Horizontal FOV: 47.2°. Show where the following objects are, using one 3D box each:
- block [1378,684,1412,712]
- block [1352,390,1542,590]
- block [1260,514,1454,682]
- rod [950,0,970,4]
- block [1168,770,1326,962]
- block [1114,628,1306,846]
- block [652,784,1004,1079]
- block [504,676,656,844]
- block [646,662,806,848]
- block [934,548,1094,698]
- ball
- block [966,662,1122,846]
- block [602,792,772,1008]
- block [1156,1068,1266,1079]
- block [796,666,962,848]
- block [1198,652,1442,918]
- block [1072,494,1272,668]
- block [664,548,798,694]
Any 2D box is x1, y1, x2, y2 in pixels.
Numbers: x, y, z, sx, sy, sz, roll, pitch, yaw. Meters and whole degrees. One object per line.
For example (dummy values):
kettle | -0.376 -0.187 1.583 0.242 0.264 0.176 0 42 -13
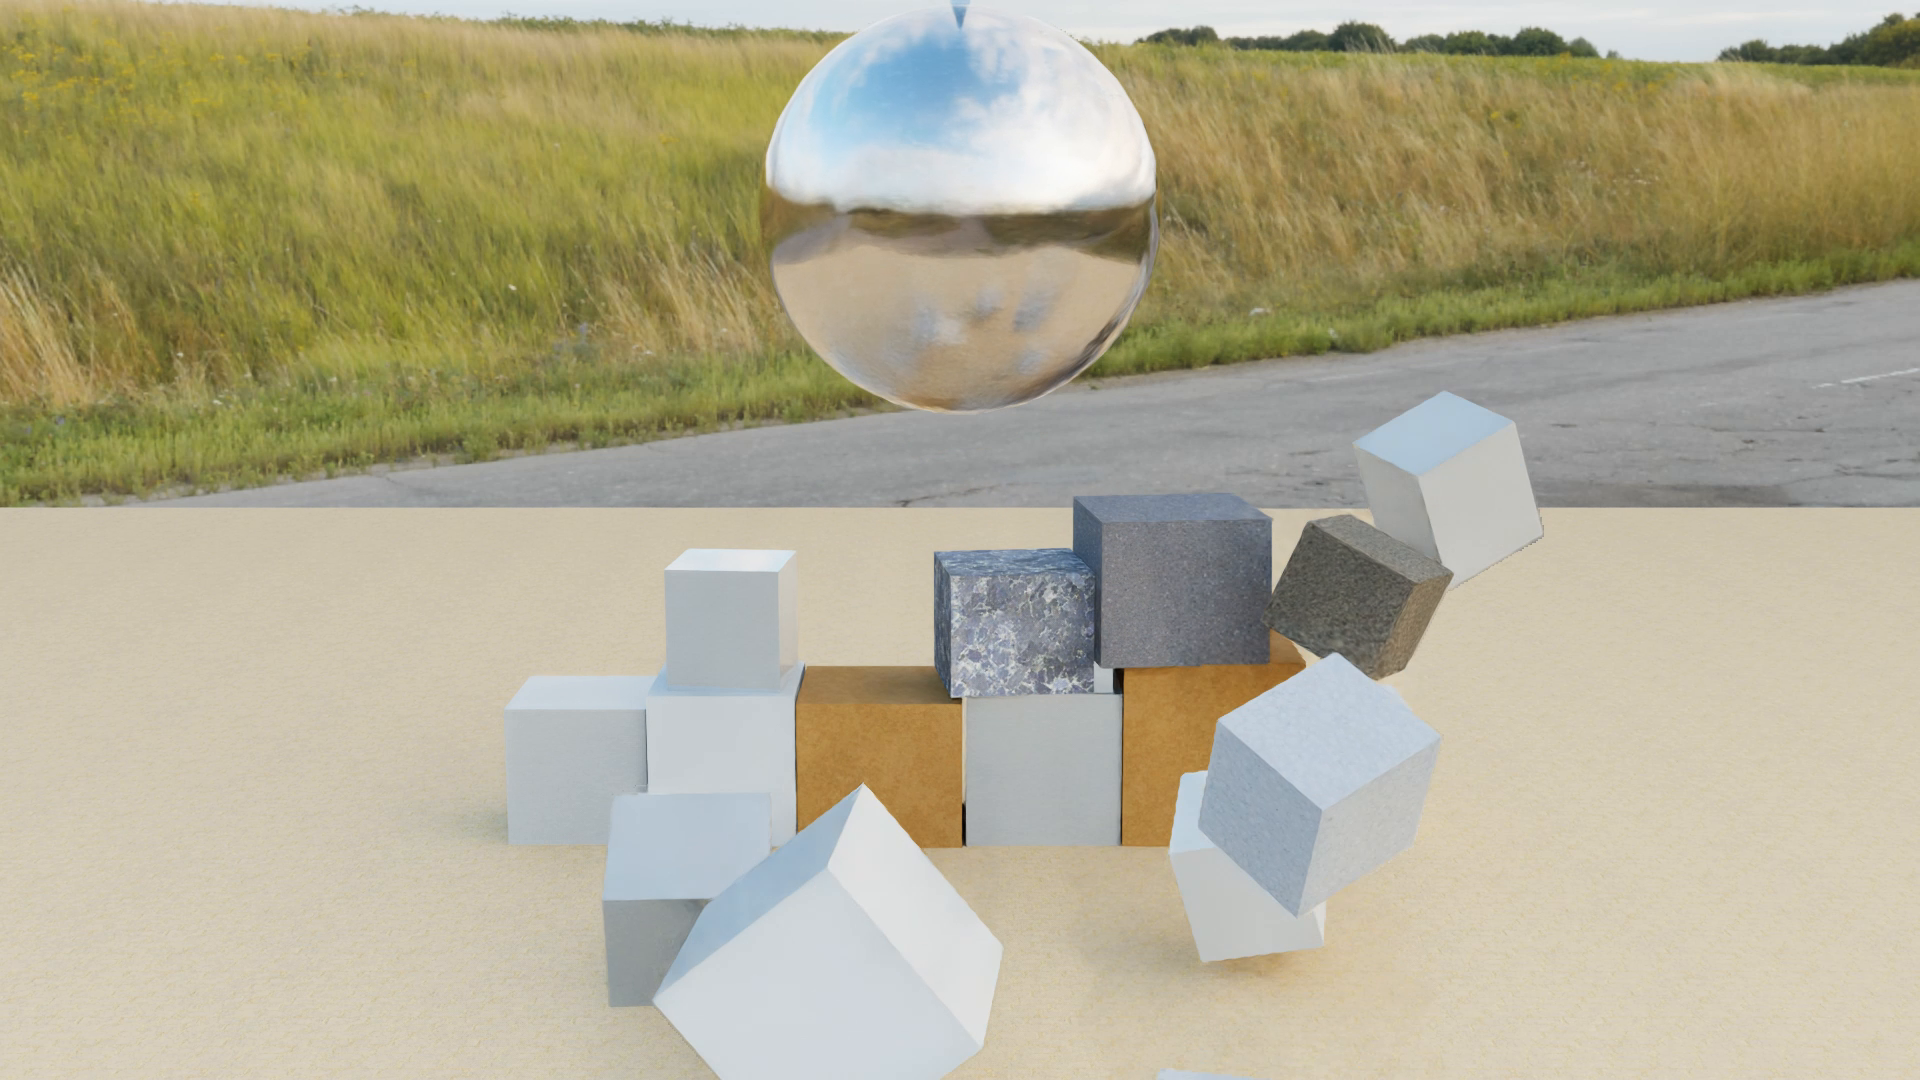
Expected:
block | 2.002 1.143 11.396 0.552 0.673 0.552 0 10 0
block | 2.476 -0.263 11.189 0.591 0.674 0.582 -29 28 -13
block | 1.892 0.272 10.477 0.594 0.543 0.535 32 20 25
rod | 0.000 -4.629 9.363 0.080 5.200 0.080 0 -11 0
block | 1.245 1.363 9.418 0.525 0.563 0.609 -11 24 16
block | 1.265 1.006 11.379 0.901 0.950 0.795 0 10 0
block | -0.434 1.515 7.707 0.777 0.801 0.835 -38 6 13
block | -1.925 1.130 11.386 0.706 0.704 0.696 0 10 0
block | -1.192 1.094 11.368 0.739 0.780 0.756 0 10 0
block | 0.266 0.411 11.213 0.718 0.610 0.685 -1 10 -8
ball | 0.000 -1.296 8.694 1.600 1.600 1.600 0 10 0
block | 0.420 1.091 11.369 0.780 0.785 0.711 0 10 0
block | -1.117 1.493 9.171 0.659 0.577 0.672 -1 32 -4
block | 0.876 2.046 6.560 0.679 0.628 0.694 3 11 14
block | -0.402 1.109 11.388 0.827 0.744 0.809 0 10 0
block | 1.270 0.866 7.828 0.588 0.569 0.516 -26 49 -29
block | 1.060 0.192 11.166 0.847 0.727 0.809 -1 10 -7
block | -1.160 0.406 11.244 0.573 0.619 0.572 1 10 5
